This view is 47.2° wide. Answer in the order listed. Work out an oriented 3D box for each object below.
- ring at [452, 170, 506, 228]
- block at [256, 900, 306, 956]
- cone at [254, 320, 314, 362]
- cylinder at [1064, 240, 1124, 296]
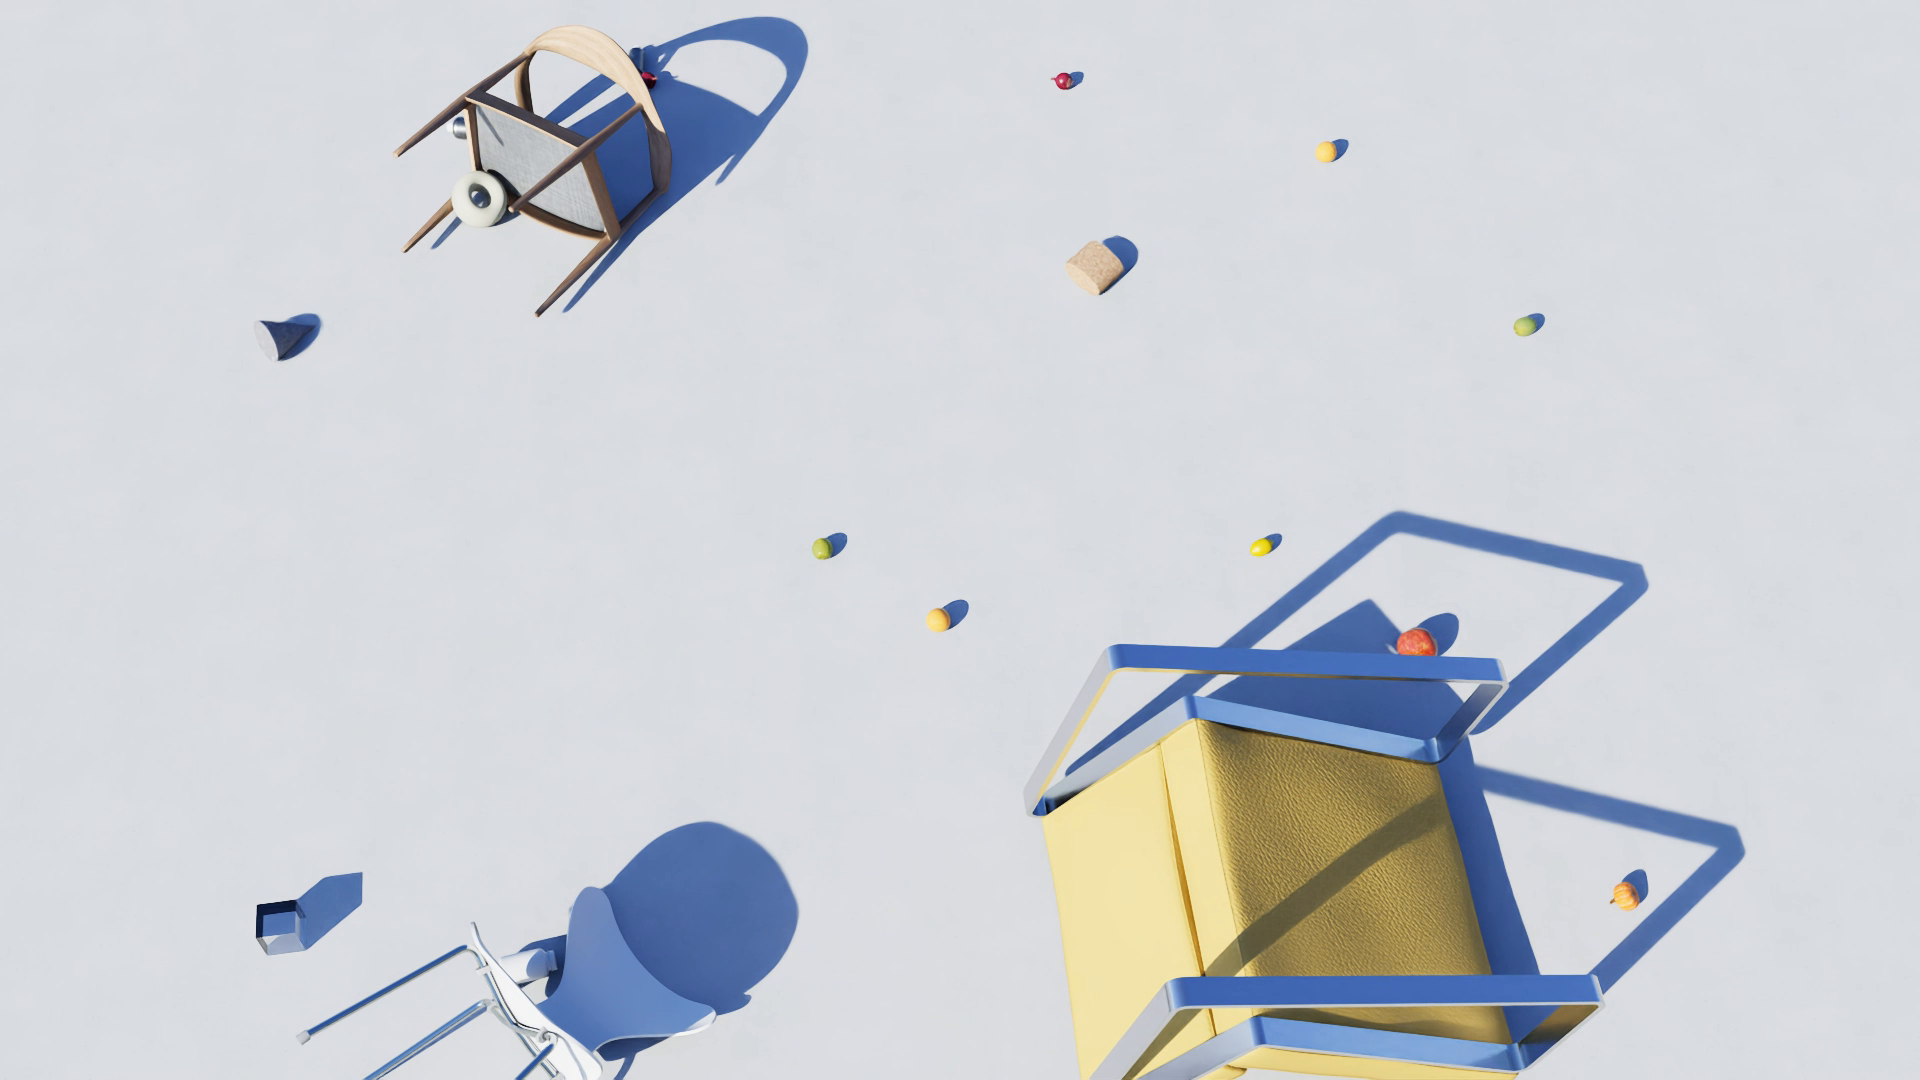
[{"bbox_3d":[-1.581,-1.121,7.235,0.180,0.096,0.191,12,70,-29],"label":"ring"},{"bbox_3d":[-1.794,1.025,5.815,0.102,0.117,0.095,-7,56,-5],"label":"block"},{"bbox_3d":[-2.122,-0.656,6.981,0.179,0.114,0.149,-25,70,-37],"label":"cone"},{"bbox_3d":[0.433,-0.881,7.112,0.149,0.083,0.128,41,65,10],"label":"cylinder"}]
